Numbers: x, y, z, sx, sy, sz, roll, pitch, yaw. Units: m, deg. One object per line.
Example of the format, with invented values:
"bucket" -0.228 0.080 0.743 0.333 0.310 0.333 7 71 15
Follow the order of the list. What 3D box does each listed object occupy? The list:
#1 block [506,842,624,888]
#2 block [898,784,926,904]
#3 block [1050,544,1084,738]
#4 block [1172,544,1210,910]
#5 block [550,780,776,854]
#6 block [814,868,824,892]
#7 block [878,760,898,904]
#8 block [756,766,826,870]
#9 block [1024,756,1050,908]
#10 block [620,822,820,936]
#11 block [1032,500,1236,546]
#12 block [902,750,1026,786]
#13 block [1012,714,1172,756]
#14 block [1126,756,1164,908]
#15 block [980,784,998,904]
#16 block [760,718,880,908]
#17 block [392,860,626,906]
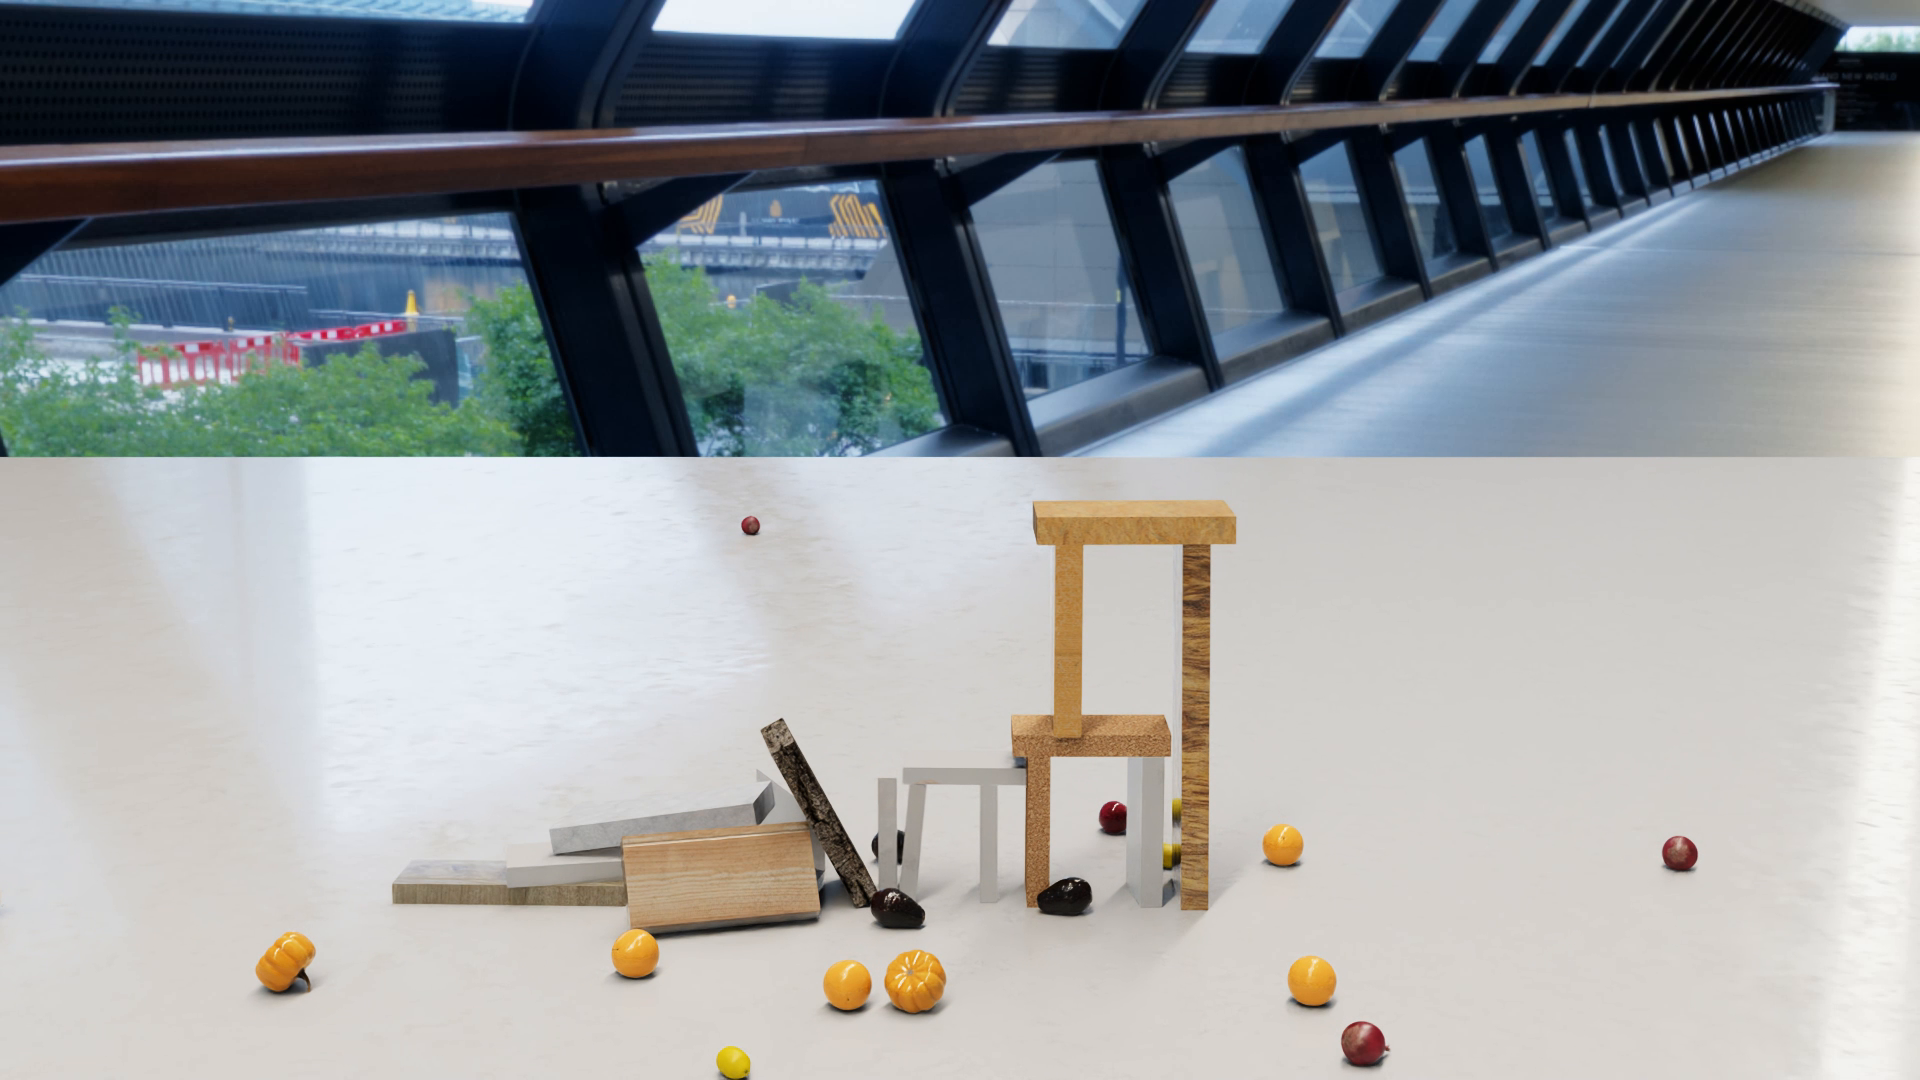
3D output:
"block" -0.631 0.537 3.672 0.244 0.035 0.122 -2 11 -10
"block" -0.078 0.489 3.655 0.029 0.202 0.101 5 10 -1
"block" 0.173 0.148 3.586 0.045 0.315 0.157 0 11 0
"block" 0.379 0.292 3.612 0.045 0.607 0.158 -1 11 0
"block" -0.497 0.465 3.692 0.349 0.043 0.151 -8 7 8
"block" -0.343 0.558 3.659 0.215 0.030 0.108 11 11 9
"block" -0.119 0.483 3.654 0.030 0.215 0.108 0 11 -1
"block" -0.300 0.490 3.874 0.035 0.122 0.244 -5 12 -25
"block" 0.128 0.465 3.643 0.036 0.256 0.128 0 11 0
"block" -0.385 0.542 3.528 0.302 0.151 0.043 -3 -26 -15
"block" 0.279 -0.029 3.554 0.315 0.045 0.158 0 11 -1
"block" 0.007 0.376 3.635 0.202 0.029 0.101 1 11 0
"block" 0.214 0.321 3.616 0.256 0.036 0.128 0 11 0
"block" 0.306 0.465 3.641 0.036 0.256 0.128 -1 11 -6
"block" 0.047 0.490 3.655 0.029 0.202 0.101 0 11 1
"block" -0.232 0.450 3.635 0.043 0.302 0.151 -29 15 -5
"block" -0.687 0.572 3.670 0.489 0.035 0.122 0 11 2
